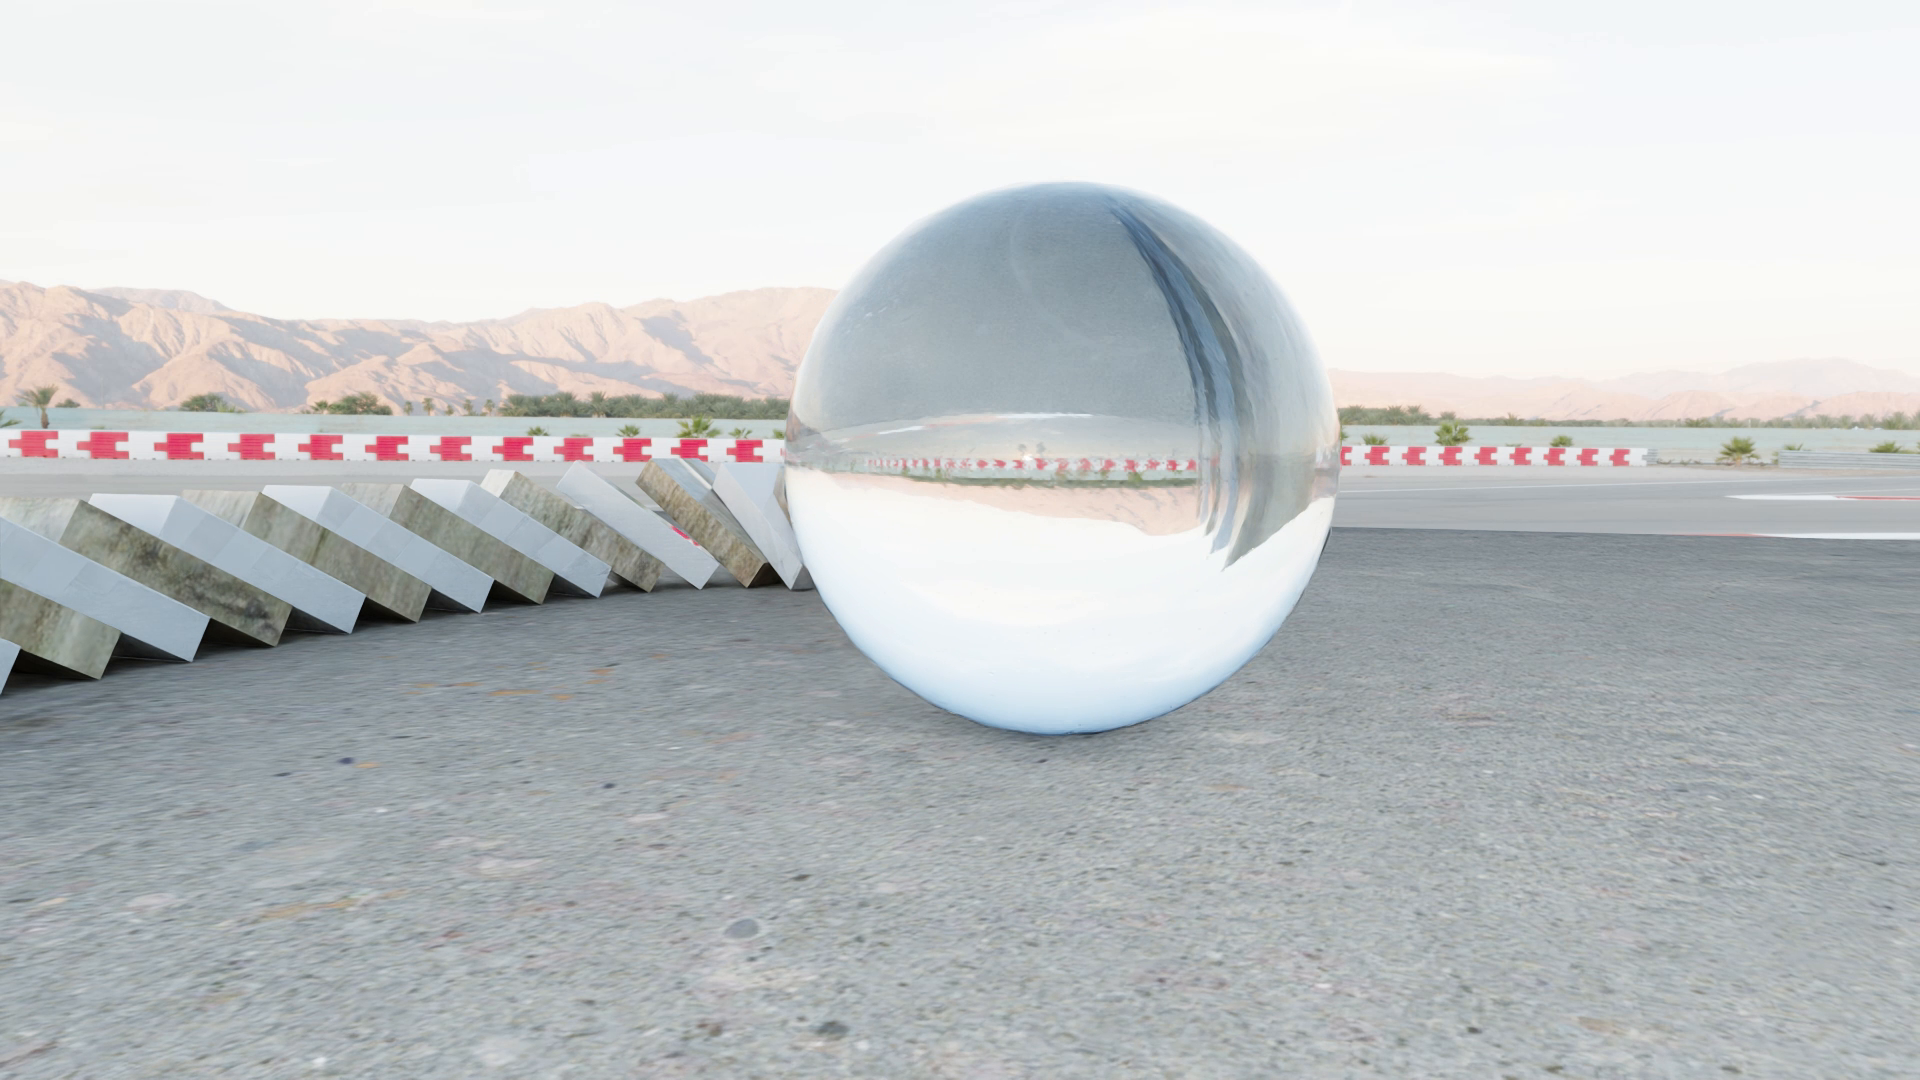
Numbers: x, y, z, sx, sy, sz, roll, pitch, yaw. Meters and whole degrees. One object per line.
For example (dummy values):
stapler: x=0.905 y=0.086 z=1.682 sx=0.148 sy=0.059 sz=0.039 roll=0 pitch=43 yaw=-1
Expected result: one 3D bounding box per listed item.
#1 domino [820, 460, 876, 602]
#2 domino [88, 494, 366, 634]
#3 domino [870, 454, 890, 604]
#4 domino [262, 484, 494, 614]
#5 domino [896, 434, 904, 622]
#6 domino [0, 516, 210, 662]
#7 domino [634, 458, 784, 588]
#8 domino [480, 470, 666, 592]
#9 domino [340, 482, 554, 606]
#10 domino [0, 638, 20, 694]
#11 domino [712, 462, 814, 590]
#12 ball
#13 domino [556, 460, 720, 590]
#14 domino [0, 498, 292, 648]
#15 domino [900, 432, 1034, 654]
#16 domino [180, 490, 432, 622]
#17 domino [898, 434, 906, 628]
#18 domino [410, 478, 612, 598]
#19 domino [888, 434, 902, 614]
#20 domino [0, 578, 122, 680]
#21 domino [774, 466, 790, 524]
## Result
domino: x=-0.022 y=-0.004 z=0.362 sx=0.025 sy=0.009 sz=0.050 roll=-2 pitch=42 yaw=-19
domino: x=-0.156 y=0.006 z=0.273 sx=0.025 sy=0.009 sz=0.050 roll=2 pitch=-24 yaw=23
domino: x=-0.011 y=-0.003 z=0.348 sx=0.025 sy=0.009 sz=0.050 roll=2 pitch=43 yaw=-9
domino: x=-0.141 y=0.003 z=0.311 sx=0.025 sy=0.009 sz=0.050 roll=2 pitch=-25 yaw=31
domino: x=-0.003 y=-0.004 z=0.319 sx=0.025 sy=0.050 sz=0.009 roll=-1 pitch=-35 yaw=-5
domino: x=-0.168 y=0.009 z=0.235 sx=0.025 sy=0.009 sz=0.050 roll=1 pitch=-25 yaw=19
domino: x=-0.073 y=-0.006 z=0.393 sx=0.050 sy=0.010 sz=0.025 roll=41 pitch=18 yaw=16
domino: x=-0.111 y=-0.002 z=0.365 sx=0.050 sy=0.009 sz=0.025 roll=37 pitch=-17 yaw=-31
domino: x=-0.132 y=0.002 z=0.328 sx=0.025 sy=0.010 sz=0.050 roll=3 pitch=-24 yaw=33
domino: x=-0.176 y=0.011 z=0.195 sx=0.025 sy=0.009 sz=0.050 roll=1 pitch=-25 yaw=13
domino: x=-0.052 y=-0.005 z=0.389 sx=0.025 sy=0.009 sz=0.050 roll=-3 pitch=40 yaw=-44
ball: x=0.014 y=-0.012 z=0.188 sx=0.080 sy=0.080 sz=0.080 roll=0 pitch=4 yaw=0
domino: x=-0.095 y=-0.005 z=0.381 sx=0.050 sy=0.009 sz=0.025 roll=37 pitch=-5 yaw=-13
domino: x=-0.162 y=0.007 z=0.254 sx=0.025 sy=0.009 sz=0.050 roll=2 pitch=-25 yaw=22
domino: x=0.001 y=0.000 z=0.270 sx=0.025 sy=0.050 sz=0.009 roll=0 pitch=-34 yaw=-5
domino: x=-0.149 y=0.004 z=0.292 sx=0.025 sy=0.009 sz=0.050 roll=2 pitch=-24 yaw=26
domino: x=-0.001 y=-0.003 z=0.307 sx=0.025 sy=0.050 sz=0.010 roll=0 pitch=-35 yaw=-5
domino: x=-0.121 y=0.000 z=0.345 sx=0.025 sy=0.009 sz=0.050 roll=3 pitch=-25 yaw=36
domino: x=-0.006 y=-0.005 z=0.331 sx=0.025 sy=0.050 sz=0.010 roll=0 pitch=-35 yaw=-5
domino: x=-0.173 y=0.010 z=0.216 sx=0.025 sy=0.009 sz=0.050 roll=1 pitch=-25 yaw=19
domino: x=-0.035 y=-0.003 z=0.377 sx=0.025 sy=0.010 sz=0.050 roll=-2 pitch=38 yaw=-29
